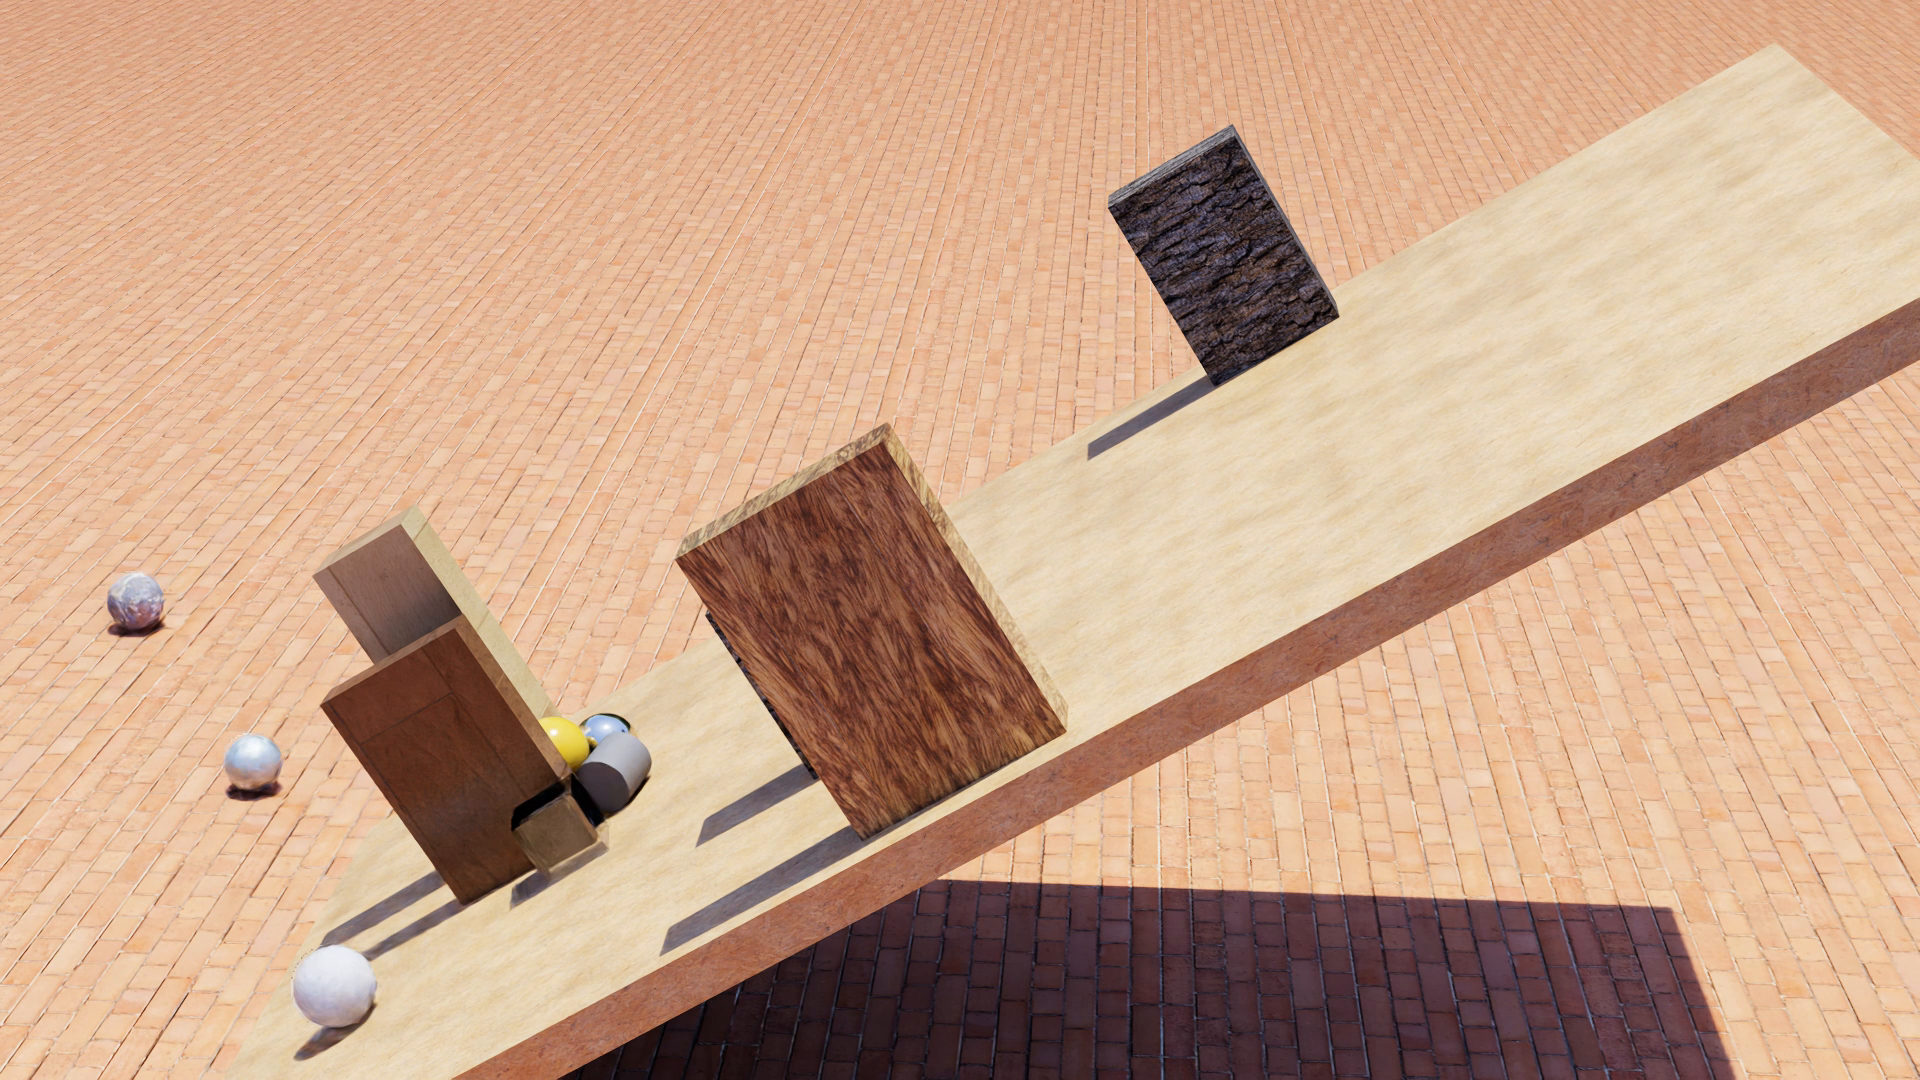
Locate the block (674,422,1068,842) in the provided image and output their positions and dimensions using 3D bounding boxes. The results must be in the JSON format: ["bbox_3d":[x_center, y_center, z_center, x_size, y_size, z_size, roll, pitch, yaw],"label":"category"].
[{"bbox_3d":[-0.156,0.173,5.409,0.443,0.644,0.125,-29,15,13],"label":"block"}]

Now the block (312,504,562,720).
[{"bbox_3d":[-1.143,0.314,6.726,0.246,0.772,0.143,-29,15,13],"label":"block"}]

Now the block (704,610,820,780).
[{"bbox_3d":[-0.230,0.201,5.932,0.393,0.411,0.145,-29,15,13],"label":"block"}]

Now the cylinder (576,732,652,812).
[{"bbox_3d":[-0.775,0.519,6.581,0.130,0.130,0.130,6,29,17],"label":"cylinder"}]

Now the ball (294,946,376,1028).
[{"bbox_3d":[-1.325,0.947,6.237,0.173,0.173,0.173,0,19,0],"label":"ball"}]

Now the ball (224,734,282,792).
[{"bbox_3d":[-1.938,0.612,8.068,0.155,0.155,0.155,0,19,0],"label":"ball"}]

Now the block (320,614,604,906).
[{"bbox_3d":[-1.096,0.488,6.488,0.361,0.558,0.090,-29,15,13],"label":"block"}]

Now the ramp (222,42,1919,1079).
[{"bbox_3d":[0.142,0.168,6.288,4.000,0.100,2.000,-29,15,13],"label":"ramp"}]

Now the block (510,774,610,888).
[{"bbox_3d":[-0.864,0.627,6.367,0.152,0.152,0.152,-32,15,2],"label":"block"}]

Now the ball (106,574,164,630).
[{"bbox_3d":[-2.592,0.192,9.246,0.176,0.176,0.176,0,19,0],"label":"ball"}]

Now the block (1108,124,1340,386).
[{"bbox_3d":[0.612,-0.660,6.830,0.332,0.493,0.139,-29,15,13],"label":"block"}]

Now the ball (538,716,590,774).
[{"bbox_3d":[-0.915,0.479,6.609,0.164,0.164,0.164,0,19,0],"label":"ball"}]

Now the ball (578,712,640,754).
[{"bbox_3d":[-0.812,0.475,6.741,0.159,0.159,0.159,0,19,0],"label":"ball"}]
